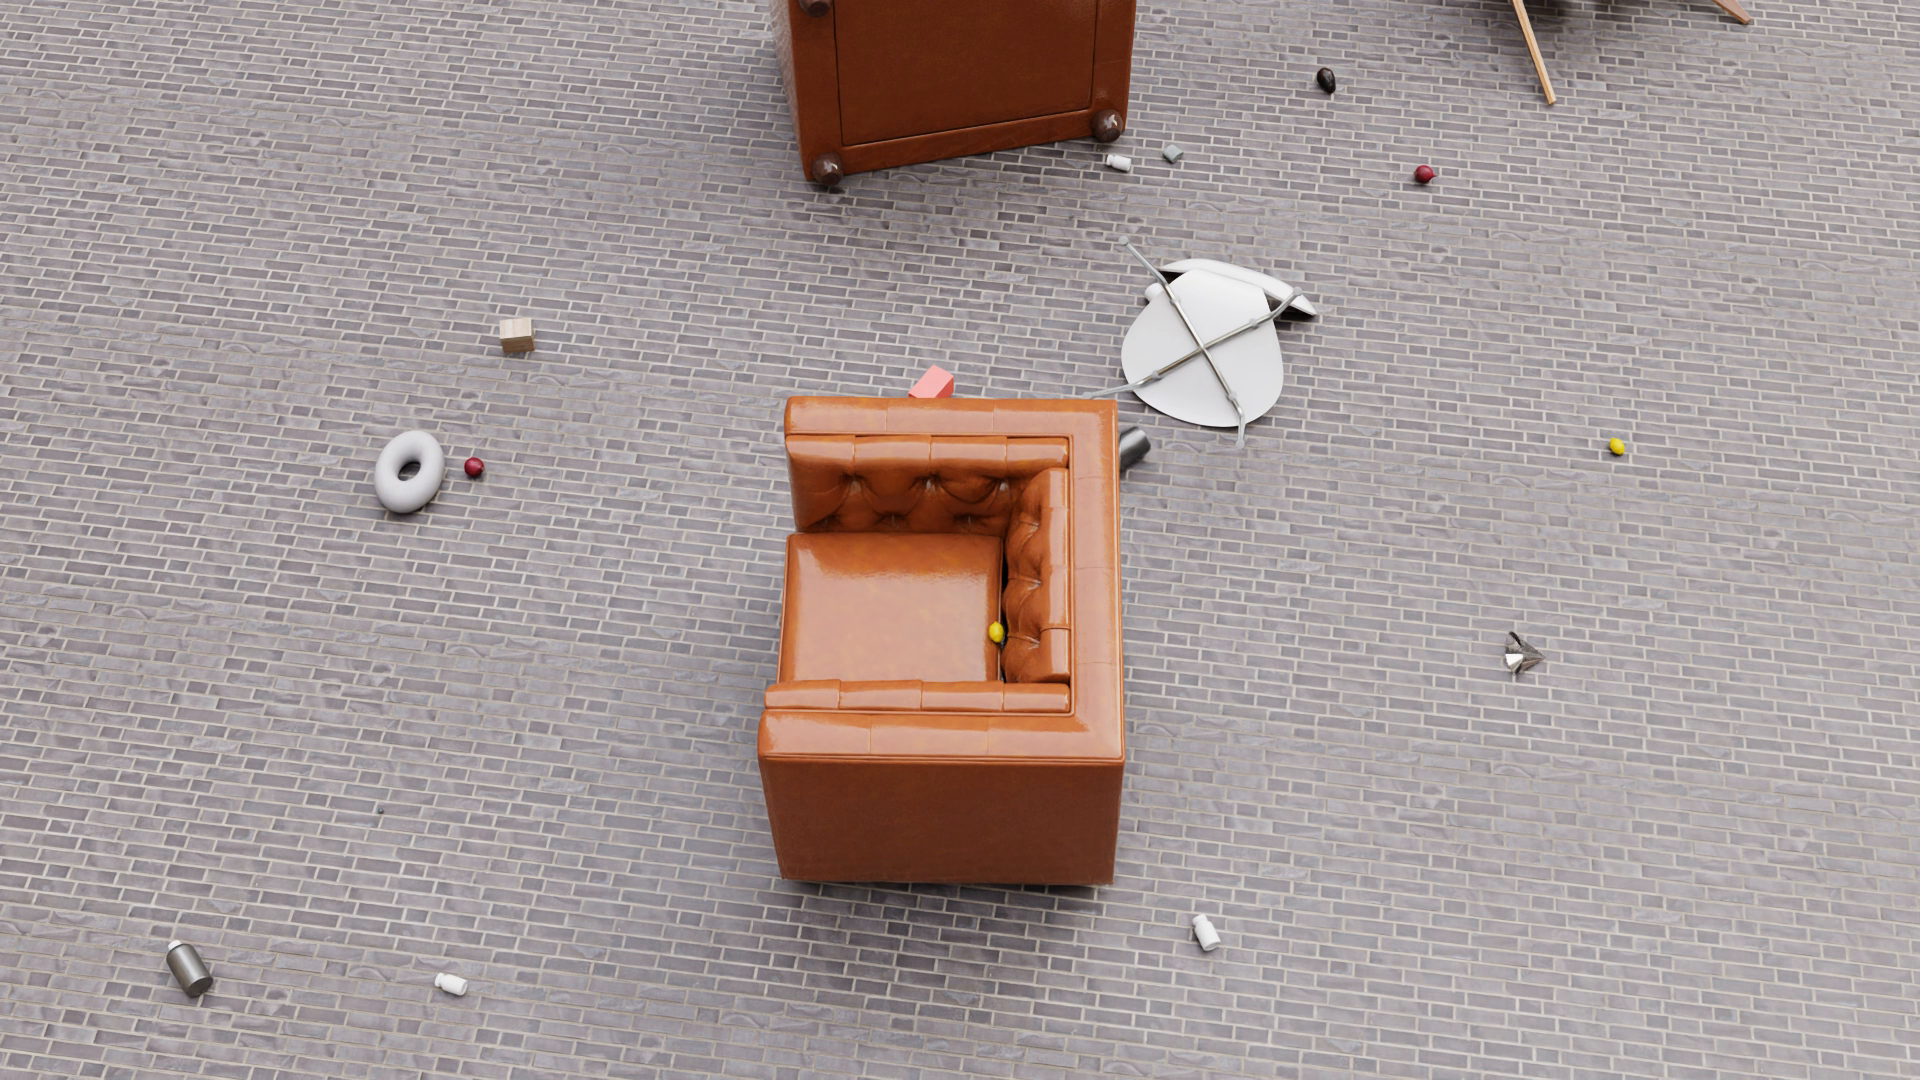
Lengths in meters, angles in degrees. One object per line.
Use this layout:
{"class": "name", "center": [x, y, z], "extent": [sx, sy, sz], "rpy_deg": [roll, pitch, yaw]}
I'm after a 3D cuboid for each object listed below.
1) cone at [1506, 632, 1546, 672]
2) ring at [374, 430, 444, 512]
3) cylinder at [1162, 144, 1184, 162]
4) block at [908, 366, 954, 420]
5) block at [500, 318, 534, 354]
{"class": "cone", "center": [1.642, 0.330, 6.330], "extent": [0.110, 0.077, 0.137], "rpy_deg": [9, 50, -17]}
{"class": "ring", "center": [-1.667, -0.208, 6.656], "extent": [0.204, 0.098, 0.290], "rpy_deg": [6, 55, 2]}
{"class": "cylinder", "center": [0.720, -1.306, 7.432], "extent": [0.056, 0.031, 0.047], "rpy_deg": [-39, 63, -19]}
{"class": "block", "center": [-0.089, -0.460, 6.835], "extent": [0.077, 0.079, 0.134], "rpy_deg": [30, 61, 19]}
{"class": "block", "center": [-1.401, -0.647, 6.962], "extent": [0.097, 0.076, 0.074], "rpy_deg": [-6, 56, -4]}
